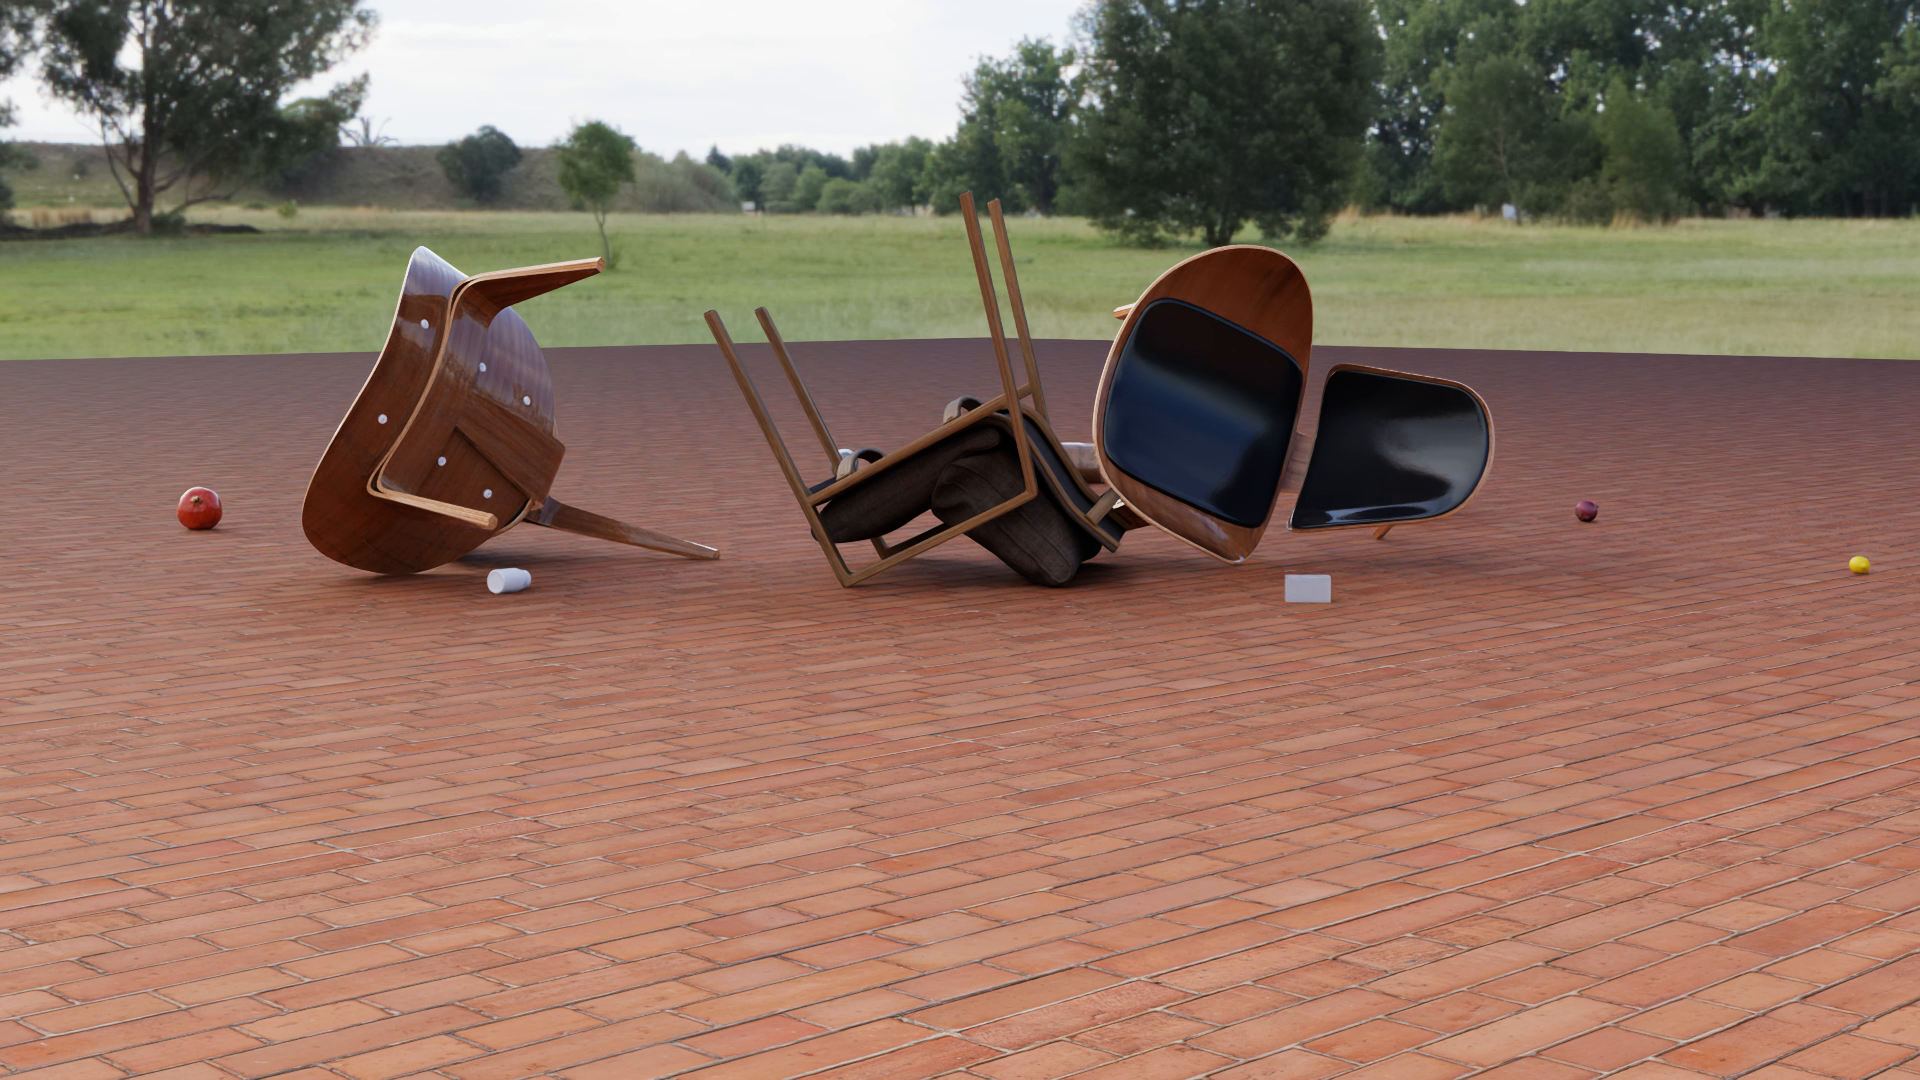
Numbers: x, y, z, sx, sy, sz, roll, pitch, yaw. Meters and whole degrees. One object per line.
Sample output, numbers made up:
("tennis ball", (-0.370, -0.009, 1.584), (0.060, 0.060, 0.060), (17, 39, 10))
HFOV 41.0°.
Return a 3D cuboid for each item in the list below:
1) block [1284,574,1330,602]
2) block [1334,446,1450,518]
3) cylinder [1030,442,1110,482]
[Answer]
("block", (0.705, 0.099, 5.205), (0.090, 0.051, 0.043), (0, 6, 3))
("block", (1.202, -0.164, 7.143), (0.199, 0.176, 0.276), (-3, 6, -24))
("cylinder", (0.356, -0.248, 8.227), (0.225, 0.112, 0.163), (2, 30, 16))
